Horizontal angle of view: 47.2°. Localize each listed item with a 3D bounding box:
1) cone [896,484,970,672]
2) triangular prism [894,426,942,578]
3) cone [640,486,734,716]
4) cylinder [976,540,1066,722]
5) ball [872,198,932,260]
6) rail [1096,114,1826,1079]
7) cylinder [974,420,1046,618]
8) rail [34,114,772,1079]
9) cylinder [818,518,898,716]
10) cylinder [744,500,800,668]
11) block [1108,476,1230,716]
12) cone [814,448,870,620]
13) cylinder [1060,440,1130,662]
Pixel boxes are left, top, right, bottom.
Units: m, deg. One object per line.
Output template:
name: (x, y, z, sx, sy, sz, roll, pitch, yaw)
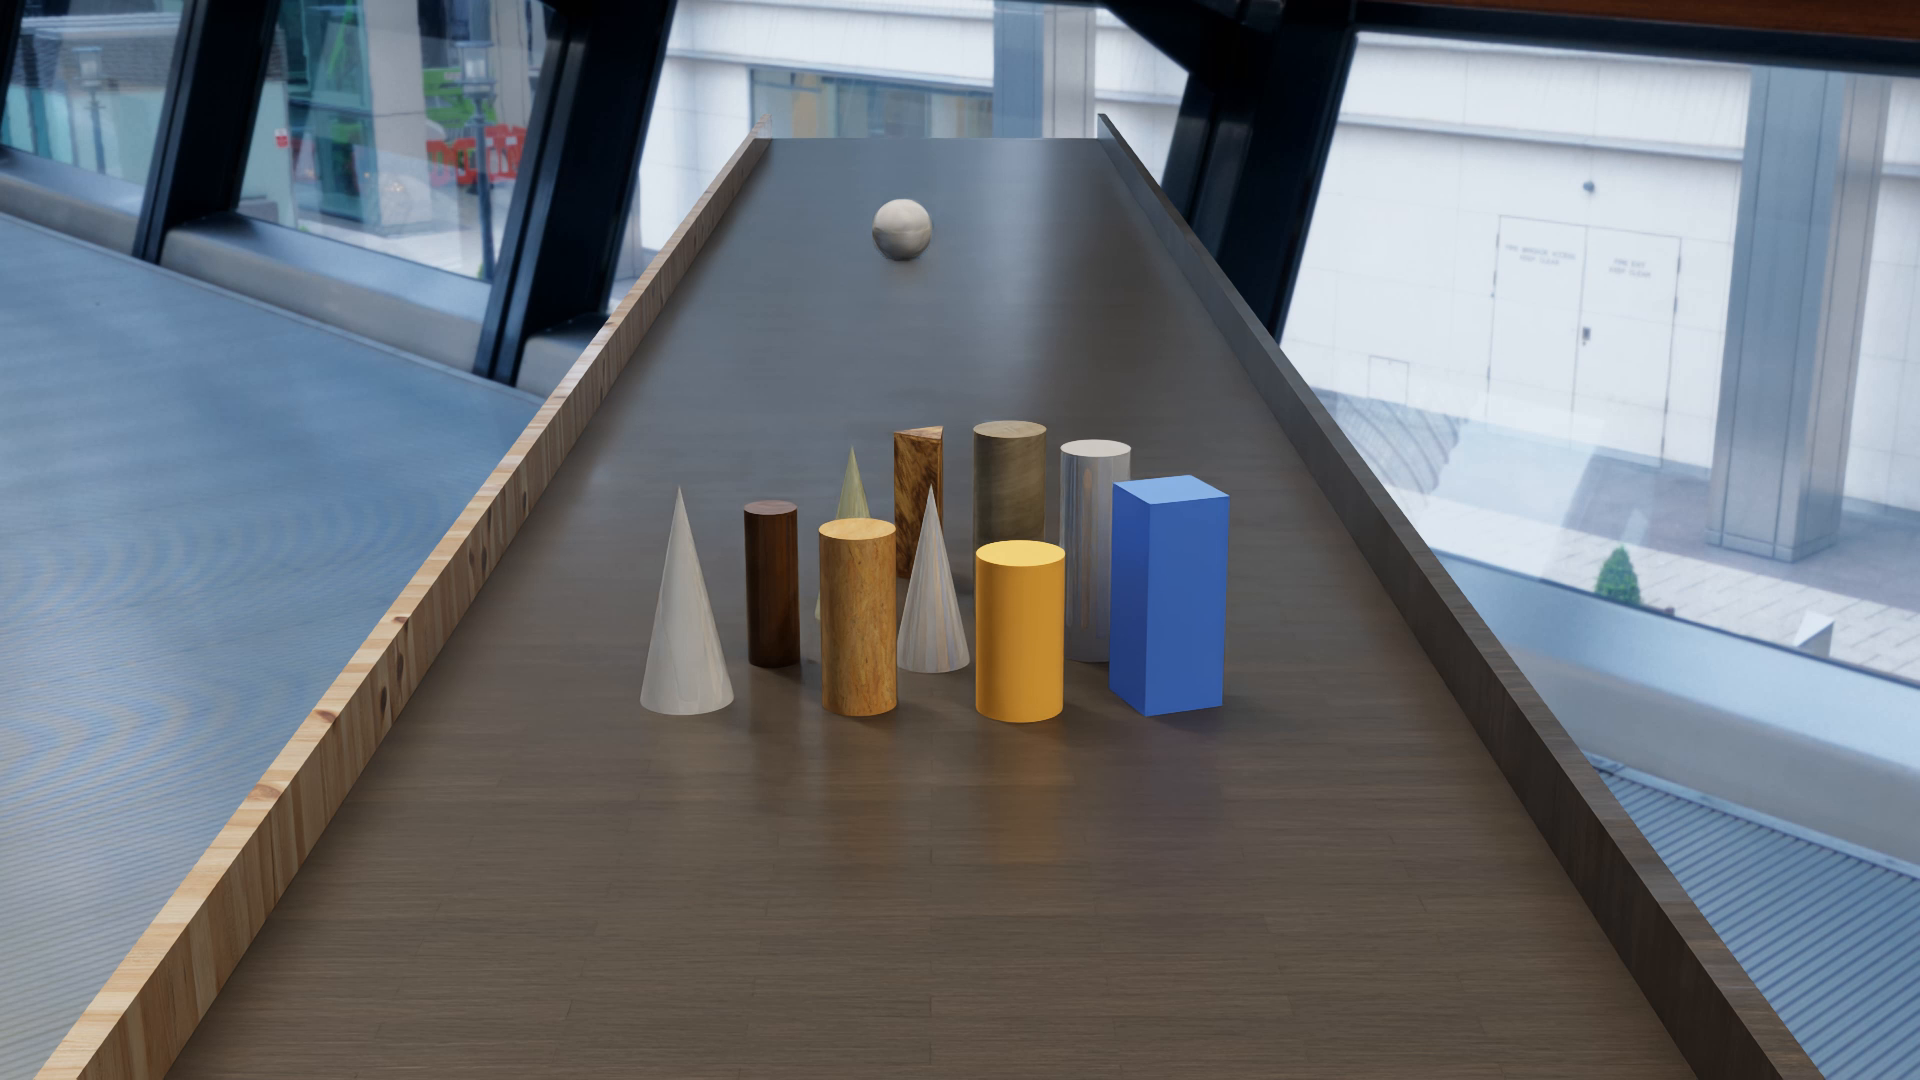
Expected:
cone: (-0.057, 0.064, 4.365, 0.155, 0.368, 0.155, 0, 17, 0)
triangular prism: (-0.069, -0.082, 4.919, 0.120, 0.333, 0.104, 10, 19, 31)
cone: (-0.522, 0.100, 4.148, 0.179, 0.423, 0.179, 0, 17, 0)
cylinder: (0.113, 0.170, 4.122, 0.165, 0.304, 0.165, 0, 17, 0)
ball: (-0.239, -1.285, 9.102, 0.253, 0.253, 0.253, 0, 17, 0)
rail: (0.932, -0.844, 7.801, 0.050, 0.150, 12.000, 0, 17, -1)
cylinder: (0.104, -0.036, 4.635, 0.152, 0.407, 0.152, 0, 17, 0)
rail: (-1.118, -0.838, 7.780, 0.050, 0.150, 12.000, 0, 17, -1)
cylinder: (-0.191, 0.144, 4.136, 0.143, 0.345, 0.143, 0, 17, 0)
cylinder: (-0.373, 0.088, 4.376, 0.105, 0.317, 0.105, 0, 17, 0)
block: (0.393, 0.103, 4.156, 0.162, 0.413, 0.162, -6, 18, -20)
cone: (-0.225, -0.022, 4.647, 0.171, 0.373, 0.171, 0, 17, 0)
cylinder: (0.268, 0.022, 4.409, 0.139, 0.425, 0.139, 0, 17, 0)
